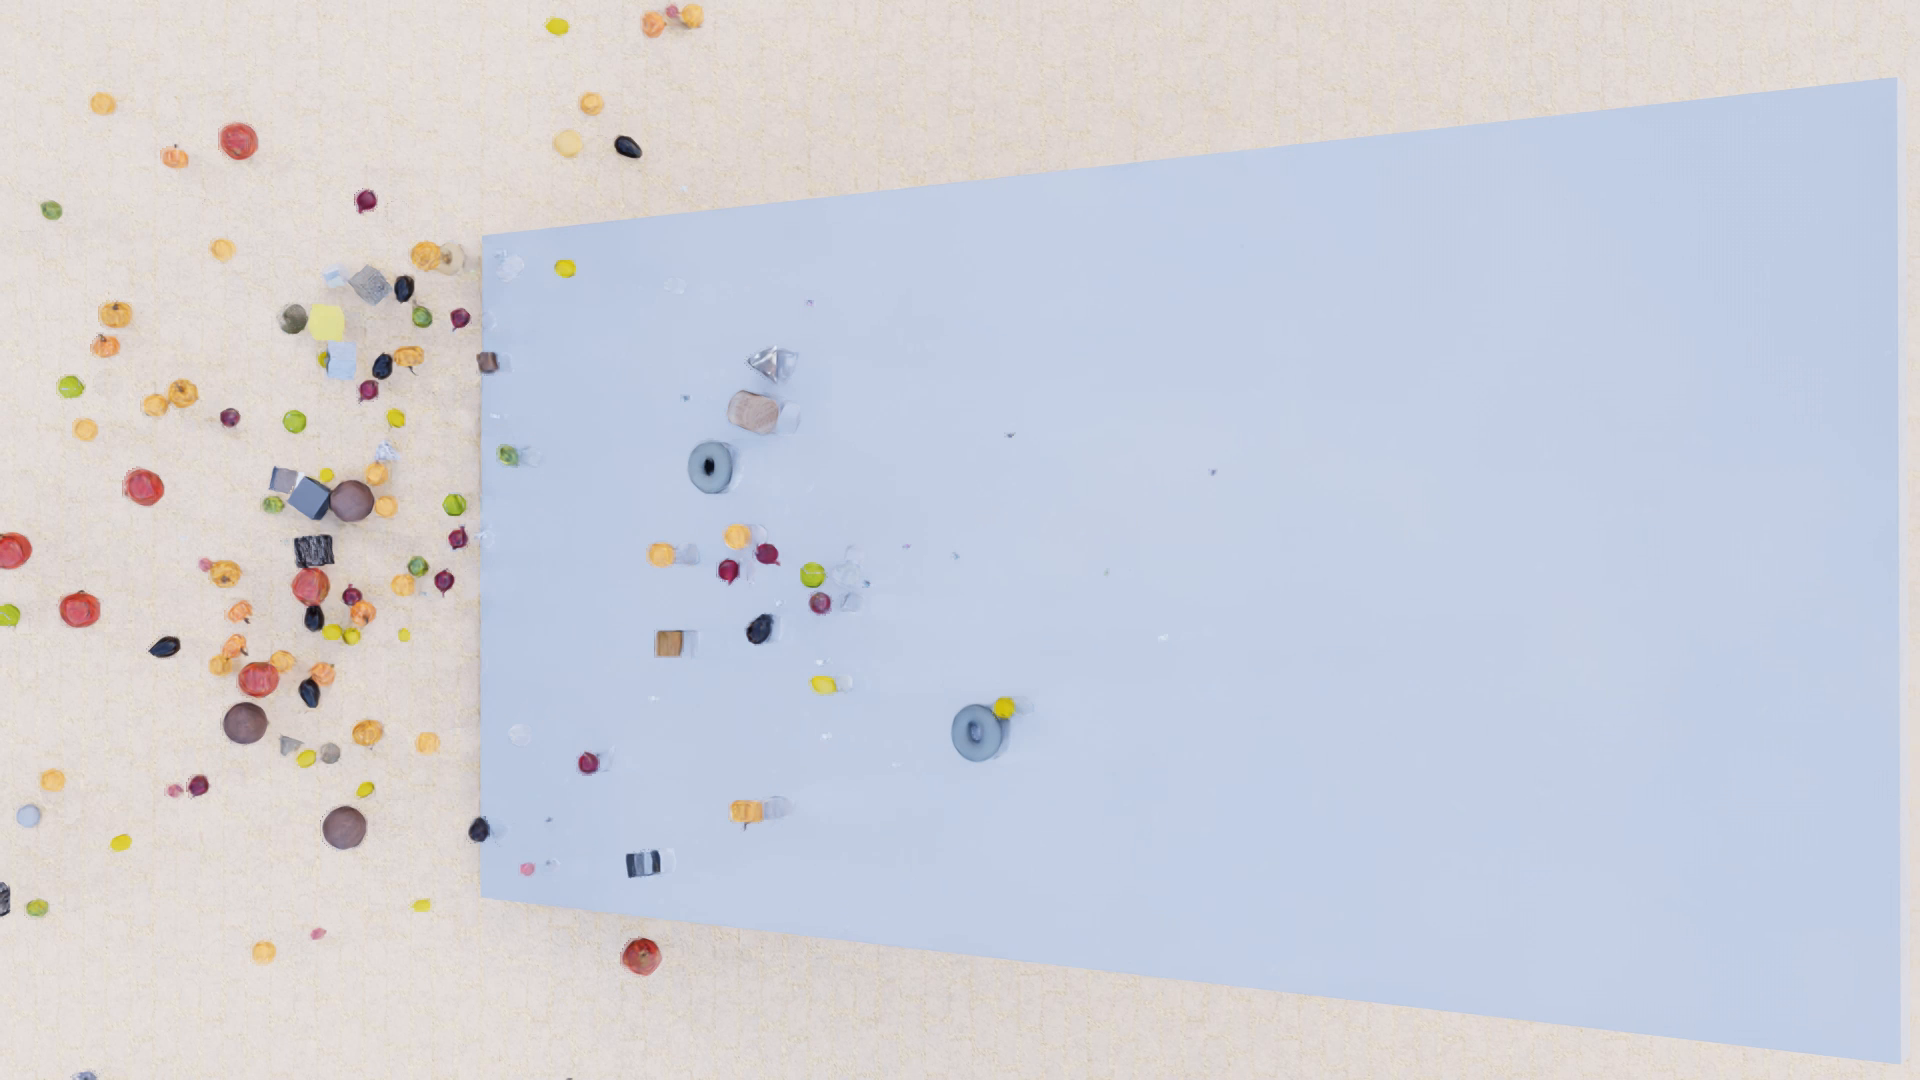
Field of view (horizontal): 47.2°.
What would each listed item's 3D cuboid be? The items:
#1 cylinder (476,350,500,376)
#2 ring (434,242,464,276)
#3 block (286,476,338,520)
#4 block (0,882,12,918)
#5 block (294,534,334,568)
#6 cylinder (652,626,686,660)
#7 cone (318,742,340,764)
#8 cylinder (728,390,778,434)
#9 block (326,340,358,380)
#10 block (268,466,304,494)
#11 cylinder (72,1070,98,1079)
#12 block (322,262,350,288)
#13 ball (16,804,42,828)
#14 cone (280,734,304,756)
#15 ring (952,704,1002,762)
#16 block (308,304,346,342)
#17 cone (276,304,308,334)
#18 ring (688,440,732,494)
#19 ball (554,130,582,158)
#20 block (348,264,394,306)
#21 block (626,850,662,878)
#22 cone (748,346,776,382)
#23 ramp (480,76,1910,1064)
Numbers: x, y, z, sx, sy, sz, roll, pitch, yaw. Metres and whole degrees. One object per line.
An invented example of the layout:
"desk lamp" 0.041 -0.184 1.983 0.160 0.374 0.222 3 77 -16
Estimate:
"cylinder" -1.416 -0.531 6.588 0.057 0.057 0.057 -18 74 0
"ring" -1.559 -0.856 6.704 0.101 0.034 0.101 0 91 26
"block" -1.968 -0.127 6.681 0.094 0.094 0.094 35 90 0
"block" -2.892 1.072 6.545 0.089 0.089 0.089 20 112 26
"block" -1.962 0.034 6.682 0.089 0.089 0.089 -7 90 0
"cylinder" -0.818 0.290 6.184 0.070 0.070 0.070 22 62 0
"cone" -1.926 0.653 6.688 0.066 0.066 0.066 0 90 0
"cylinder" -0.566 -0.348 6.010 0.099 0.099 0.099 21 89 32
"block" -1.871 -0.543 6.649 0.080 0.080 0.080 3 46 -23
"block" -2.050 -0.179 6.692 0.072 0.072 0.072 13 90 0
"cylinder" -2.634 1.658 6.638 0.078 0.078 0.078 38 90 34
"block" -1.896 -0.805 6.690 0.052 0.052 0.052 -12 124 16
"ball" -2.830 0.839 6.684 0.070 0.070 0.070 0 90 0
"cone" -2.033 0.622 6.706 0.069 0.069 0.069 -7 89 -27
"ring" 0.042 0.495 5.635 0.149 0.050 0.149 2 94 36
"block" -1.918 -0.657 6.659 0.081 0.081 0.081 1 119 -32
"cone" -2.045 -0.679 6.685 0.095 0.095 0.095 0 90 0
"ring" -0.696 -0.203 6.125 0.147 0.049 0.147 0 91 32
"ball" -1.193 -1.206 6.696 0.082 0.082 0.082 0 90 0
"block" -1.784 -0.771 6.660 0.081 0.081 0.081 -45 130 -16
"block" -0.898 0.918 6.236 0.067 0.067 0.067 -9 85 33
"cone" -0.520 -0.465 5.999 0.091 0.091 0.091 -27 87 0
"ramp" 0.255 0.070 5.589 4.000 0.100 2.000 0 89 33
